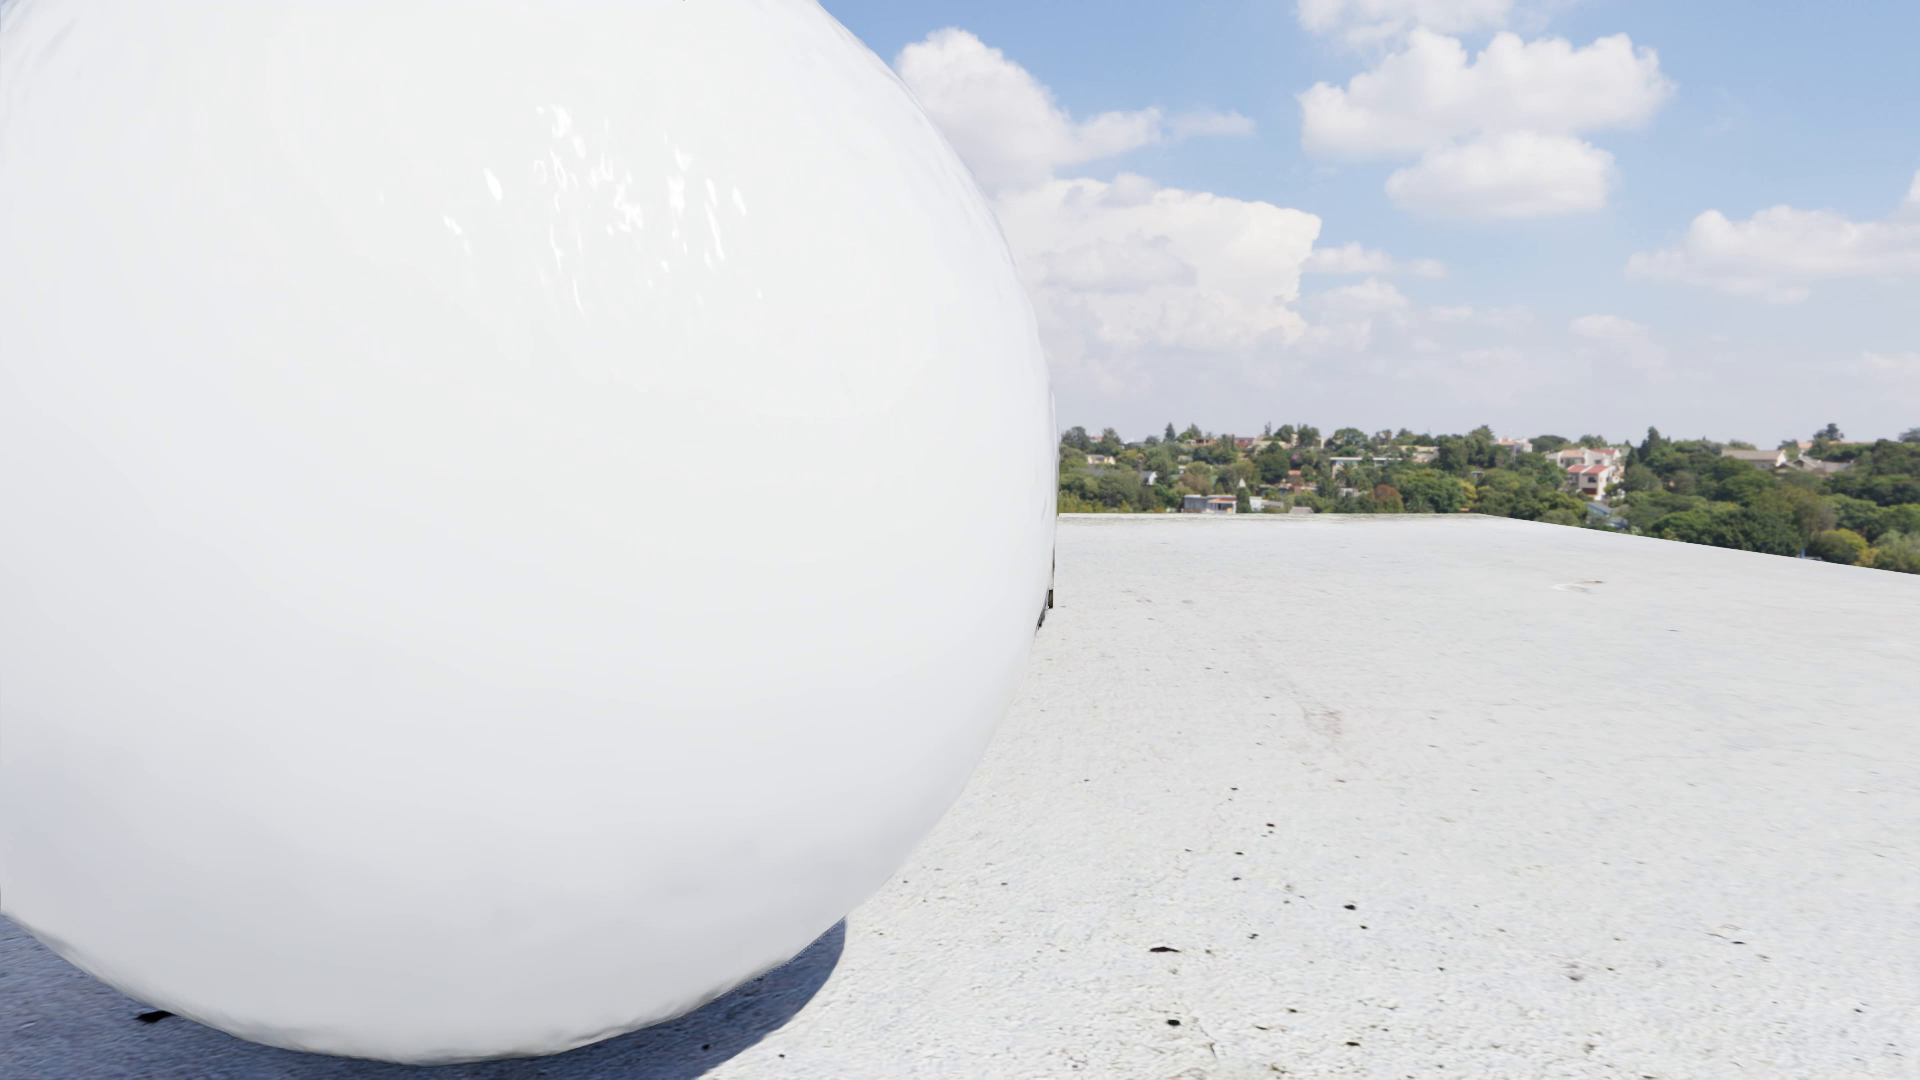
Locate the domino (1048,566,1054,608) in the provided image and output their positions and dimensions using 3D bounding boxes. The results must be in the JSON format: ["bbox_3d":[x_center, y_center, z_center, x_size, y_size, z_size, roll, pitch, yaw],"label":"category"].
[{"bbox_3d":[0.013,-0.006,0.343,0.025,0.050,0.009,0,-33,5],"label":"domino"}]

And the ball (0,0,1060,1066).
[{"bbox_3d":[-0.033,-0.005,0.094,0.080,0.080,0.080,0,4,0],"label":"ball"}]

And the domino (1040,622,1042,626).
[{"bbox_3d":[0.007,-0.004,0.307,0.025,0.050,0.009,0,-26,5],"label":"domino"}]

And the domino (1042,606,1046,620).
[{"bbox_3d":[0.009,-0.005,0.318,0.025,0.050,0.010,0,-26,5],"label":"domino"}]

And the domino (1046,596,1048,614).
[{"bbox_3d":[0.010,-0.005,0.332,0.025,0.050,0.009,0,-33,5],"label":"domino"}]
